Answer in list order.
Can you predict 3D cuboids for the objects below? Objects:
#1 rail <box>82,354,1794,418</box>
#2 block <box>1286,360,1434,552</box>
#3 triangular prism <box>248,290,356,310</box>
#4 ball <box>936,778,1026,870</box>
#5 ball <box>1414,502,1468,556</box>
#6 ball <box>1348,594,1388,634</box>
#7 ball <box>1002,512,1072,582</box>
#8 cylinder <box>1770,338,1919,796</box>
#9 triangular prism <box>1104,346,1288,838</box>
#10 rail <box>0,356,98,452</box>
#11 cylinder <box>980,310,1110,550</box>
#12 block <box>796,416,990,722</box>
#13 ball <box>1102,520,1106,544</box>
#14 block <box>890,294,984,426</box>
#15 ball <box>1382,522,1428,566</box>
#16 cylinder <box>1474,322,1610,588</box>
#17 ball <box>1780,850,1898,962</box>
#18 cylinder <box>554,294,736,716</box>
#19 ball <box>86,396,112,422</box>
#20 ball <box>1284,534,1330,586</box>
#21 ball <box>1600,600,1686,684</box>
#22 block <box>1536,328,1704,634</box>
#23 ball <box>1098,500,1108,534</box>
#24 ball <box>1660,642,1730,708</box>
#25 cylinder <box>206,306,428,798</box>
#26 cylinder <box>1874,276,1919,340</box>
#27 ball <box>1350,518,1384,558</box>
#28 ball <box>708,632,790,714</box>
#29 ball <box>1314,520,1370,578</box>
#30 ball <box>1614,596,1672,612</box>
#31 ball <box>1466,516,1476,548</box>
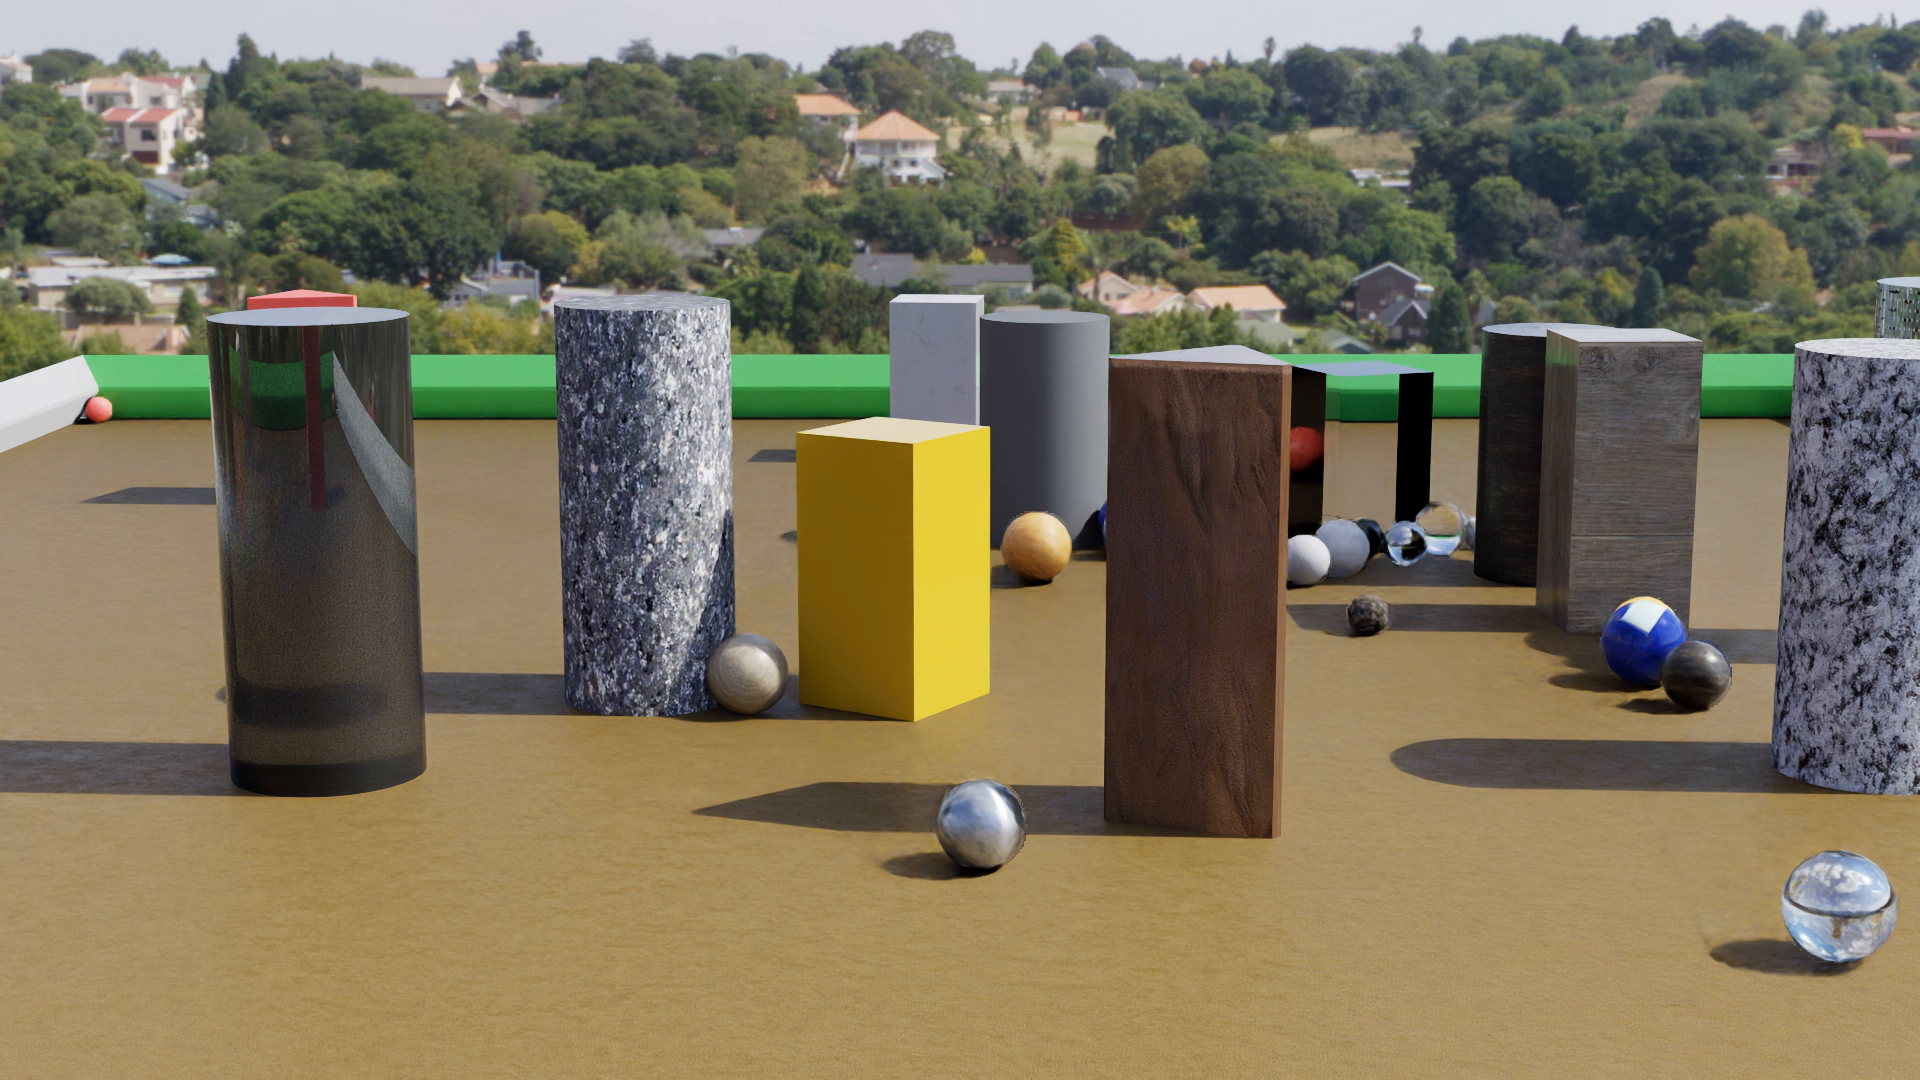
[{"bbox_3d":[-0.011,-0.319,5.357,3.646,0.130,0.045,0,10,0],"label":"rail"},{"bbox_3d":[0.612,-0.129,3.942,0.160,0.271,0.160,-4,11,-21],"label":"block"},{"bbox_3d":[-1.115,-0.247,4.373,0.173,0.347,0.150,-3,11,-15],"label":"triangular prism"},{"bbox_3d":[0.019,0.261,2.356,0.083,0.083,0.083,0,10,0],"label":"ball"},{"bbox_3d":[0.723,-0.017,3.861,0.081,0.081,0.081,0,10,0],"label":"ball"},{"bbox_3d":[0.530,0.096,3.330,0.052,0.052,0.052,0,10,0],"label":"ball"},{"bbox_3d":[0.109,0.010,3.663,0.100,0.100,0.100,0,10,0],"label":"ball"},{"bbox_3d":[0.955,0.022,2.654,0.200,0.443,0.200,0,10,0],"label":"cylinder"},{"bbox_3d":[0.248,0.043,2.509,0.173,0.454,0.150,4,11,20],"label":"triangular prism"},{"bbox_3d":[-1.799,0.035,3.438,0.045,0.130,3.928,0,10,0],"label":"rail"},{"bbox_3d":[0.130,-0.172,3.972,0.200,0.347,0.200,0,10,0],"label":"cylinder"},{"bbox_3d":[-0.076,0.029,2.966,0.160,0.316,0.160,7,12,32],"label":"block"},{"bbox_3d":[0.252,-0.011,3.837,0.079,0.079,0.079,0,10,0],"label":"ball"},{"bbox_3d":[-0.042,-0.303,4.808,0.160,0.299,0.160,1,11,6],"label":"block"},{"bbox_3d":[0.656,0.005,3.782,0.066,0.066,0.066,0,10,0],"label":"ball"},{"bbox_3d":[0.847,-0.125,3.691,0.200,0.355,0.200,0,10,0],"label":"cylinder"},{"bbox_3d":[0.724,0.301,2.111,0.091,0.091,0.091,0,10,0],"label":"ball"},{"bbox_3d":[-0.362,-0.044,2.965,0.200,0.461,0.200,0,10,0],"label":"cylinder"},{"bbox_3d":[-1.779,-0.269,5.303,0.054,0.054,0.054,0,10,0],"label":"ball"},{"bbox_3d":[0.488,0.028,3.641,0.072,0.072,0.072,0,10,0],"label":"ball"},{"bbox_3d":[0.814,0.122,3.057,0.099,0.099,0.099,0,10,0],"label":"ball"},{"bbox_3d":[0.866,-0.081,3.383,0.160,0.380,0.160,0,10,-2],"label":"block"},{"bbox_3d":[0.254,-0.030,3.918,0.087,0.087,0.087,0,10,0],"label":"ball"},{"bbox_3d":[0.844,0.155,2.945,0.077,0.077,0.077,0,10,0],"label":"ball"},{"bbox_3d":[-0.660,0.007,2.642,0.200,0.477,0.200,0,10,0],"label":"cylinder"},{"bbox_3d":[1.237,-0.090,3.207,0.200,0.462,0.200,0,10,0],"label":"cylinder"},{"bbox_3d":[0.600,-0.002,3.830,0.063,0.063,0.063,0,10,0],"label":"ball"},{"bbox_3d":[-0.241,0.152,2.915,0.093,0.093,0.093,0,10,0],"label":"ball"},{"bbox_3d":[0.548,0.012,3.696,0.084,0.084,0.084,0,10,0],"label":"ball"},{"bbox_3d":[0.839,0.112,3.150,0.085,0.085,0.085,0,10,0],"label":"ball"},{"bbox_3d":[0.792,-0.012,3.922,0.049,0.049,0.049,0,10,0],"label":"ball"}]
